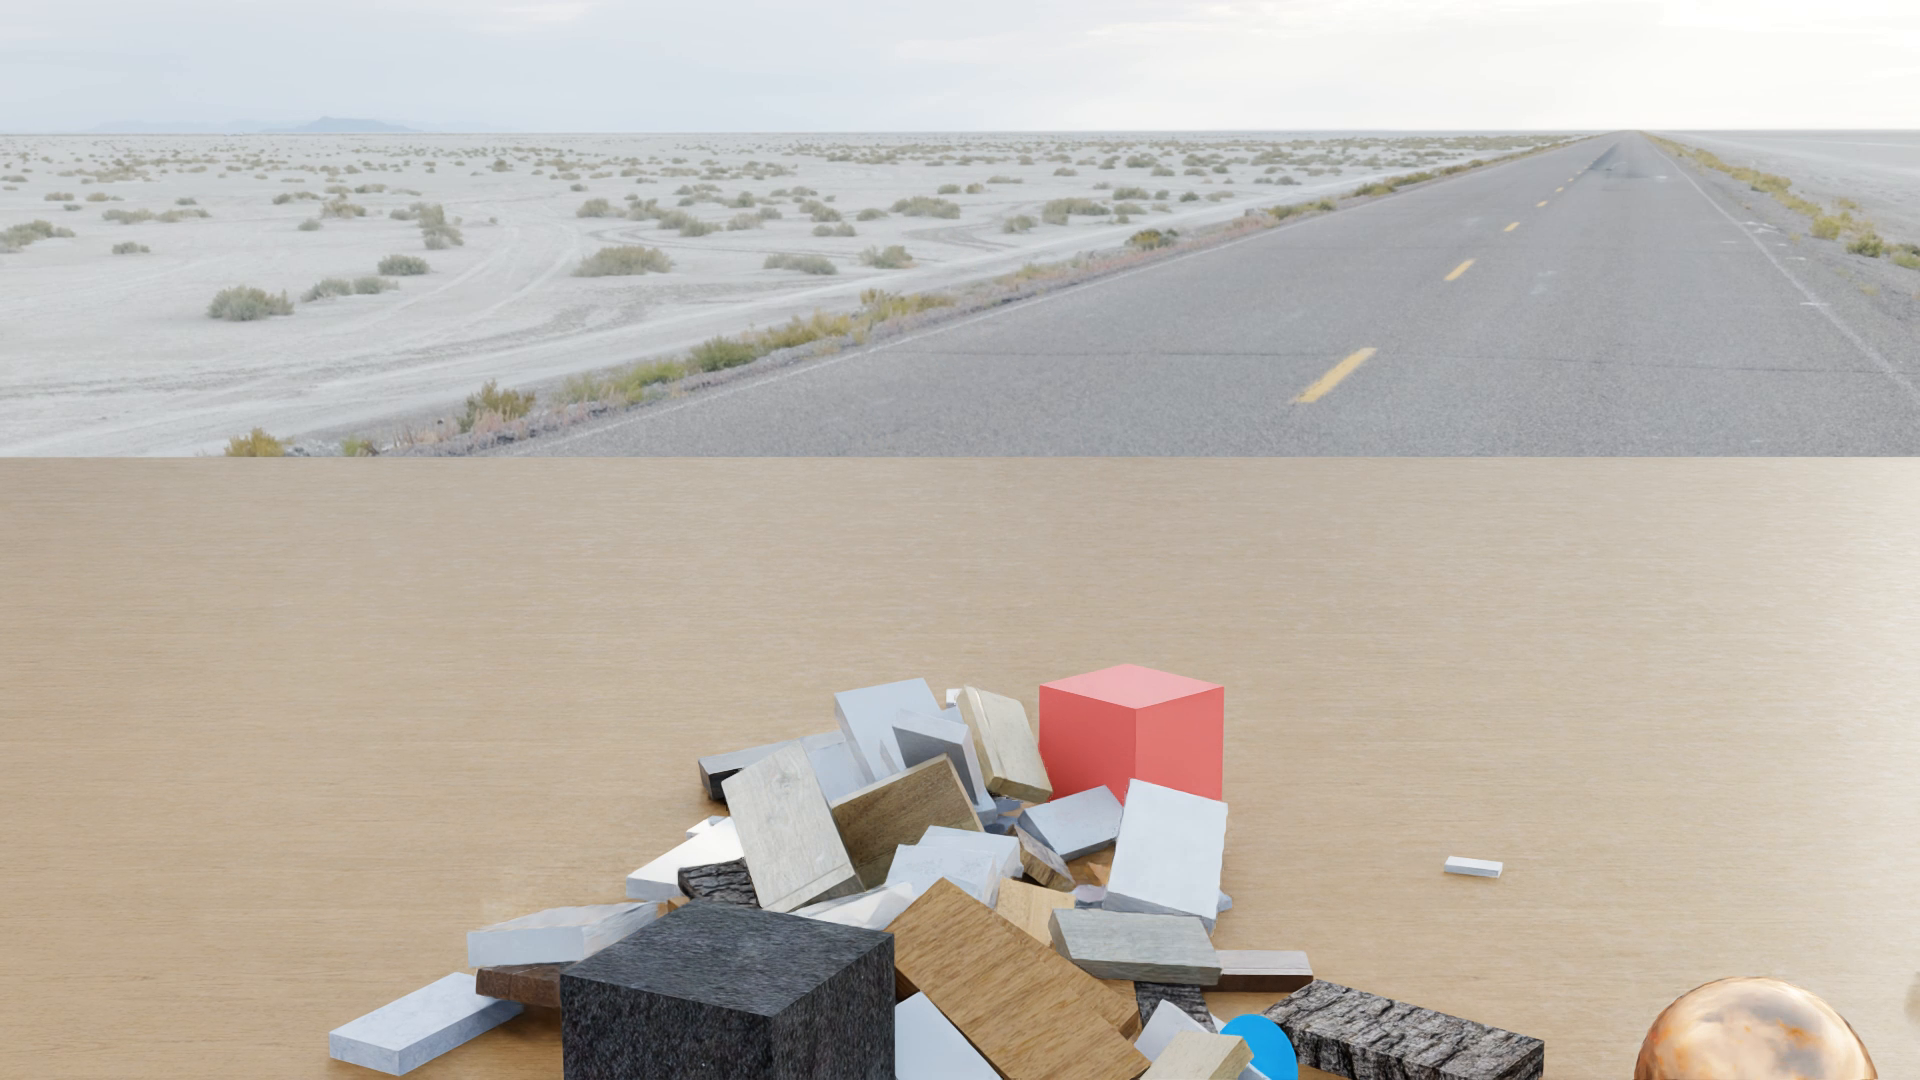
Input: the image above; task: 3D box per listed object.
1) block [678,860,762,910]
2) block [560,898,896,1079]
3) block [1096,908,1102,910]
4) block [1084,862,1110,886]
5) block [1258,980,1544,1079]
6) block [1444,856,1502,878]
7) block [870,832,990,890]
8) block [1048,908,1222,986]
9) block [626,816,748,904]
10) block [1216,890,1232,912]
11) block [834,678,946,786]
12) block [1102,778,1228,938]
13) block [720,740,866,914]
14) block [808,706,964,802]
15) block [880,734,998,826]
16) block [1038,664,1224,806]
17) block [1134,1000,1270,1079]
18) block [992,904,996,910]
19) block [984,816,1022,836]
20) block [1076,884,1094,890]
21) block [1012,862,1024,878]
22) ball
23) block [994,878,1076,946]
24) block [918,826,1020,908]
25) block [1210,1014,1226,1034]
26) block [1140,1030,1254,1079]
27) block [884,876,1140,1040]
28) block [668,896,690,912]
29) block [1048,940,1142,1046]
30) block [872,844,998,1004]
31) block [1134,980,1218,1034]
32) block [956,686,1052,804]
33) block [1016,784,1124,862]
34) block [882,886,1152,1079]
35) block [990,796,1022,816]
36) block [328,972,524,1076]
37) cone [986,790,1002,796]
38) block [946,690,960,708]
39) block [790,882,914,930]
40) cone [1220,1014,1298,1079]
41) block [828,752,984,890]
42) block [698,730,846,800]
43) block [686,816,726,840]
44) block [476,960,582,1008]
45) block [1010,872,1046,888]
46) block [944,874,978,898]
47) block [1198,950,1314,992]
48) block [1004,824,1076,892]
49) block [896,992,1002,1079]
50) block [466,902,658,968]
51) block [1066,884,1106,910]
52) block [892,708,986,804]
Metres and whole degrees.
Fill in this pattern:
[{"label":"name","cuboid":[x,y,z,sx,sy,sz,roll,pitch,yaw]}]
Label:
[{"label":"block","cuboid":[-0.334,0.578,3.413,0.106,0.030,0.349,-4,15,-25]},{"label":"block","cuboid":[-0.273,0.634,2.647,0.287,0.287,0.287,5,12,26]},{"label":"block","cuboid":[0.279,0.602,3.469,0.162,0.018,0.064,1,21,-31]},{"label":"block","cuboid":[0.249,0.571,3.674,0.060,0.017,0.120,16,7,-12]},{"label":"block","cuboid":[0.595,0.689,2.999,0.348,0.049,0.174,8,13,38]},{"label":"block","cuboid":[0.883,0.562,3.783,0.091,0.013,0.045,4,11,22]},{"label":"block","cuboid":[-0.066,0.553,3.568,0.135,0.038,0.269,-25,-2,35]},{"label":"block","cuboid":[0.248,0.579,3.133,0.227,0.032,0.113,7,27,-16]},{"label":"block","cuboid":[-0.350,0.518,3.960,0.127,0.036,0.744,4,11,23]},{"label":"block","cuboid":[0.389,0.580,3.614,0.060,0.017,0.120,-13,22,-23]},{"label":"block","cuboid":[-0.094,0.380,3.931,0.172,0.049,0.344,-9,36,-17]},{"label":"block","cuboid":[0.341,0.522,3.616,0.172,0.049,0.417,14,20,5]},{"label":"block","cuboid":[-0.271,0.469,3.490,0.149,0.042,0.504,-28,23,-4]},{"label":"block","cuboid":[-0.081,0.404,3.983,0.394,0.049,0.172,-16,38,-25]},{"label":"block","cuboid":[-0.040,0.415,3.807,0.121,0.034,0.242,-11,36,-20]},{"label":"block","cuboid":[0.318,0.388,4.093,0.242,0.242,0.242,-10,14,-42]},{"label":"block","cuboid":[0.304,0.680,2.805,0.028,0.098,0.195,32,0,-43]},{"label":"block","cuboid":[0.016,0.579,3.510,0.091,0.026,0.183,1,8,8]},{"label":"block","cuboid":[0.069,0.511,3.929,0.080,0.023,0.159,-2,-2,-32]},{"label":"block","cuboid":[0.195,0.587,3.648,0.091,0.013,0.045,-2,11,-11]},{"label":"block","cuboid":[0.033,0.513,3.511,0.129,0.018,0.064,9,5,-9]},{"label":"ball","cuboid":[0.935,0.652,2.586,0.274,0.274,0.274,0,11,0]},{"label":"block","cuboid":[0.102,0.583,3.190,0.113,0.032,0.227,14,28,-1]},{"label":"block","cuboid":[-0.034,0.543,3.281,0.146,0.041,0.364,6,24,18]},{"label":"block","cuboid":[0.311,0.682,3.107,0.083,0.023,0.166,-5,12,-26]},{"label":"block","cuboid":[0.254,0.693,2.699,0.222,0.031,0.111,-42,19,-34]},{"label":"block","cuboid":[0.050,0.607,2.962,0.345,0.049,0.172,30,49,29]},{"label":"block","cuboid":[-0.338,0.608,3.465,0.135,0.038,0.269,-7,13,-35]},{"label":"block","cuboid":[0.187,0.645,3.042,0.113,0.032,0.227,11,26,-9]},{"label":"block","cuboid":[-0.049,0.551,3.132,0.146,0.041,0.292,2,34,13]},{"label":"block","cuboid":[0.289,0.645,3.094,0.098,0.028,0.310,6,16,-7]},{"label":"block","cuboid":[0.078,0.365,3.933,0.121,0.034,0.242,18,30,-27]},{"label":"block","cuboid":[0.211,0.504,3.893,0.212,0.030,0.106,-10,51,-43]},{"label":"block","cuboid":[0.061,0.614,2.866,0.153,0.043,0.394,-28,45,-28]},{"label":"block","cuboid":[0.027,0.491,4.034,0.080,0.023,0.159,-10,0,-44]},{"label":"block","cuboid":[-0.747,0.678,3.096,0.127,0.036,0.255,6,12,29]},{"label":"cone","cuboid":[0.004,0.434,4.106,0.139,0.139,0.139,3,10,-5]},{"label":"block","cuboid":[-0.001,0.325,4.485,0.052,0.015,0.104,0,11,0]},{"label":"block","cuboid":[-0.200,0.525,2.984,0.153,0.043,0.305,-17,-6,27]},{"label":"cone","cuboid":[0.350,0.702,2.901,0.135,0.135,0.135,-7,-14,-32]},{"label":"block","cuboid":[-0.126,0.475,3.577,0.299,0.149,0.042,-24,9,7]},{"label":"block","cuboid":[-0.323,0.426,4.245,0.344,0.049,0.172,-11,7,-13]},{"label":"block","cuboid":[-0.450,0.523,3.989,0.050,0.014,0.101,4,11,21]},{"label":"block","cuboid":[-0.576,0.631,3.187,0.127,0.036,0.255,5,-1,21]},{"label":"block","cuboid":[0.091,0.563,3.541,0.091,0.026,0.183,39,11,10]},{"label":"block","cuboid":[-0.020,0.521,3.112,0.054,0.015,0.107,16,41,20]},{"label":"block","cuboid":[0.424,0.645,3.294,0.196,0.028,0.098,0,11,1]},{"label":"block","cuboid":[0.131,0.534,3.663,0.106,0.030,0.212,36,1,-6]},{"label":"block","cuboid":[-0.024,0.678,2.768,0.111,0.031,0.222,-24,52,-35]},{"label":"block","cuboid":[-0.585,0.585,3.277,0.172,0.049,0.345,-5,-4,9]},{"label":"block","cuboid":[0.230,0.577,3.548,0.129,0.018,0.064,-3,8,-41]},{"label":"block","cuboid":[-0.034,0.361,3.649,0.121,0.034,0.242,13,-28,15]}]
